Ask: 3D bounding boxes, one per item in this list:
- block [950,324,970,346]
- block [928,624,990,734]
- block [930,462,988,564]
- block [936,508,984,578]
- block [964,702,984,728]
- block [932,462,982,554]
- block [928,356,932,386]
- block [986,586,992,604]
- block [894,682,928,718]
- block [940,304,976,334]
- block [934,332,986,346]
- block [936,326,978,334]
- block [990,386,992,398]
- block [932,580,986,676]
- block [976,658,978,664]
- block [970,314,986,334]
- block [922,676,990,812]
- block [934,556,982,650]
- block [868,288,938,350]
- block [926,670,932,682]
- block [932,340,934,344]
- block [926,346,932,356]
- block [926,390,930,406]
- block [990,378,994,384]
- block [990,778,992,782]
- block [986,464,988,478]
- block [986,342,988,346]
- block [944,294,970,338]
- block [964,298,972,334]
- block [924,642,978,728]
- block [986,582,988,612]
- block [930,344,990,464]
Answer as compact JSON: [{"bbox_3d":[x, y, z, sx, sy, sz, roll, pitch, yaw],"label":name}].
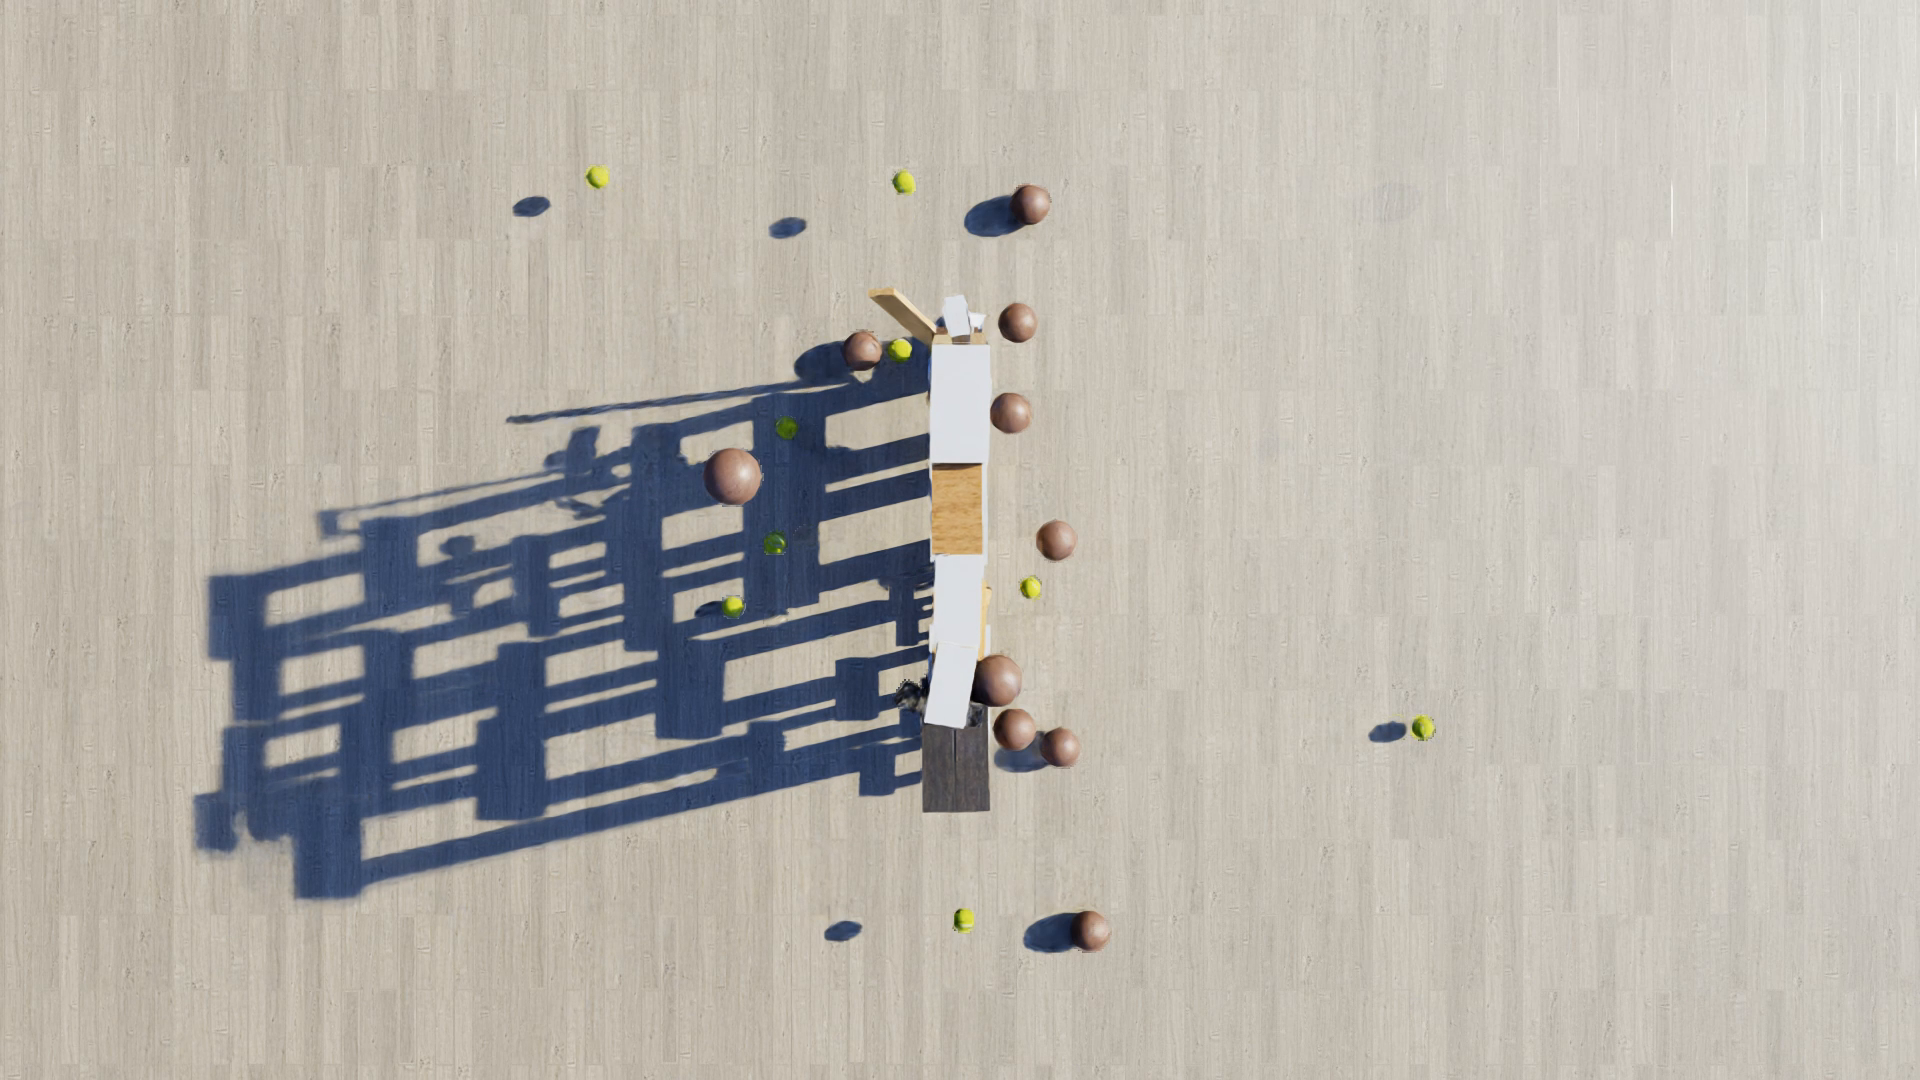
[{"bbox_3d":[0.002,-0.514,4.221,0.050,0.099,0.014,-3,58,-1],"label":"block"},{"bbox_3d":[-0.002,0.401,4.545,0.167,0.047,0.335,1,90,0],"label":"block"},{"bbox_3d":[-0.004,-0.101,5.121,0.177,0.050,0.354,-1,90,0],"label":"block"},{"bbox_3d":[-0.002,-0.024,4.285,0.125,0.035,0.249,-1,90,0],"label":"block"},{"bbox_3d":[-0.003,0.420,4.023,0.119,0.017,0.059,8,115,5],"label":"block"},{"bbox_3d":[-0.006,-0.087,4.006,0.122,0.035,0.244,0,90,0],"label":"block"},{"bbox_3d":[-0.007,-0.416,4.125,0.140,0.281,0.040,4,88,-1],"label":"block"},{"bbox_3d":[0.015,0.134,4.404,0.133,0.297,0.038,12,90,0],"label":"block"},{"bbox_3d":[-0.101,0.403,4.102,0.119,0.017,0.059,31,93,-25],"label":"block"},{"bbox_3d":[0.000,-0.603,4.693,0.074,0.021,0.149,-15,73,1],"label":"block"},{"bbox_3d":[0.003,-0.399,4.285,0.135,0.038,0.269,-2,90,-1],"label":"block"},{"bbox_3d":[-0.012,-0.509,4.860,0.118,0.033,0.236,1,90,-1],"label":"block"},{"bbox_3d":[0.063,-0.433,4.651,0.047,0.094,0.013,-12,50,-7],"label":"block"},{"bbox_3d":[-0.002,0.236,4.236,0.133,0.038,0.266,1,90,0],"label":"block"},{"bbox_3d":[-0.006,0.288,4.080,0.098,0.273,0.028,1,84,0],"label":"block"},{"bbox_3d":[0.036,-0.664,5.348,0.020,0.071,0.141,29,113,36],"label":"block"},{"bbox_3d":[-0.011,0.515,4.161,0.167,0.047,0.335,-1,91,0],"label":"block"},{"bbox_3d":[-0.005,0.151,3.978,0.112,0.032,0.223,1,90,0],"label":"block"},{"bbox_3d":[-0.136,-0.660,4.995,0.074,0.643,0.021,-3,81,16],"label":"block"},{"bbox_3d":[-0.030,0.326,4.040,0.098,0.195,0.028,-15,84,-2],"label":"block"},{"bbox_3d":[-0.002,-0.452,5.137,0.169,0.048,0.338,-1,90,0],"label":"block"},{"bbox_3d":[-0.050,-0.624,5.431,0.020,0.141,0.071,-40,62,37],"label":"block"},{"bbox_3d":[-0.041,-0.410,4.995,0.118,0.236,0.033,23,90,0],"label":"block"},{"bbox_3d":[0.042,-0.432,4.768,0.013,0.151,0.047,42,66,-18],"label":"block"},{"bbox_3d":[-0.005,0.638,4.748,0.167,1.123,0.047,0,89,0],"label":"block"},{"bbox_3d":[-0.003,-0.219,5.323,0.177,0.354,0.050,0,90,0],"label":"block"},{"bbox_3d":[0.038,-0.569,4.768,0.074,0.148,0.021,-1,102,-2],"label":"block"},{"bbox_3d":[-0.007,-0.565,4.160,0.050,0.014,0.099,-9,103,1],"label":"block"},{"bbox_3d":[0.003,-0.577,4.413,0.050,0.506,0.014,-13,84,2],"label":"block"},{"bbox_3d":[-0.022,0.345,3.931,0.098,0.028,0.195,9,100,-6],"label":"block"},{"bbox_3d":[-0.002,0.281,4.927,0.159,0.045,0.319,2,90,0],"label":"block"},{"bbox_3d":[0.000,-0.326,3.965,0.140,0.040,0.281,1,91,-1],"label":"block"}]
